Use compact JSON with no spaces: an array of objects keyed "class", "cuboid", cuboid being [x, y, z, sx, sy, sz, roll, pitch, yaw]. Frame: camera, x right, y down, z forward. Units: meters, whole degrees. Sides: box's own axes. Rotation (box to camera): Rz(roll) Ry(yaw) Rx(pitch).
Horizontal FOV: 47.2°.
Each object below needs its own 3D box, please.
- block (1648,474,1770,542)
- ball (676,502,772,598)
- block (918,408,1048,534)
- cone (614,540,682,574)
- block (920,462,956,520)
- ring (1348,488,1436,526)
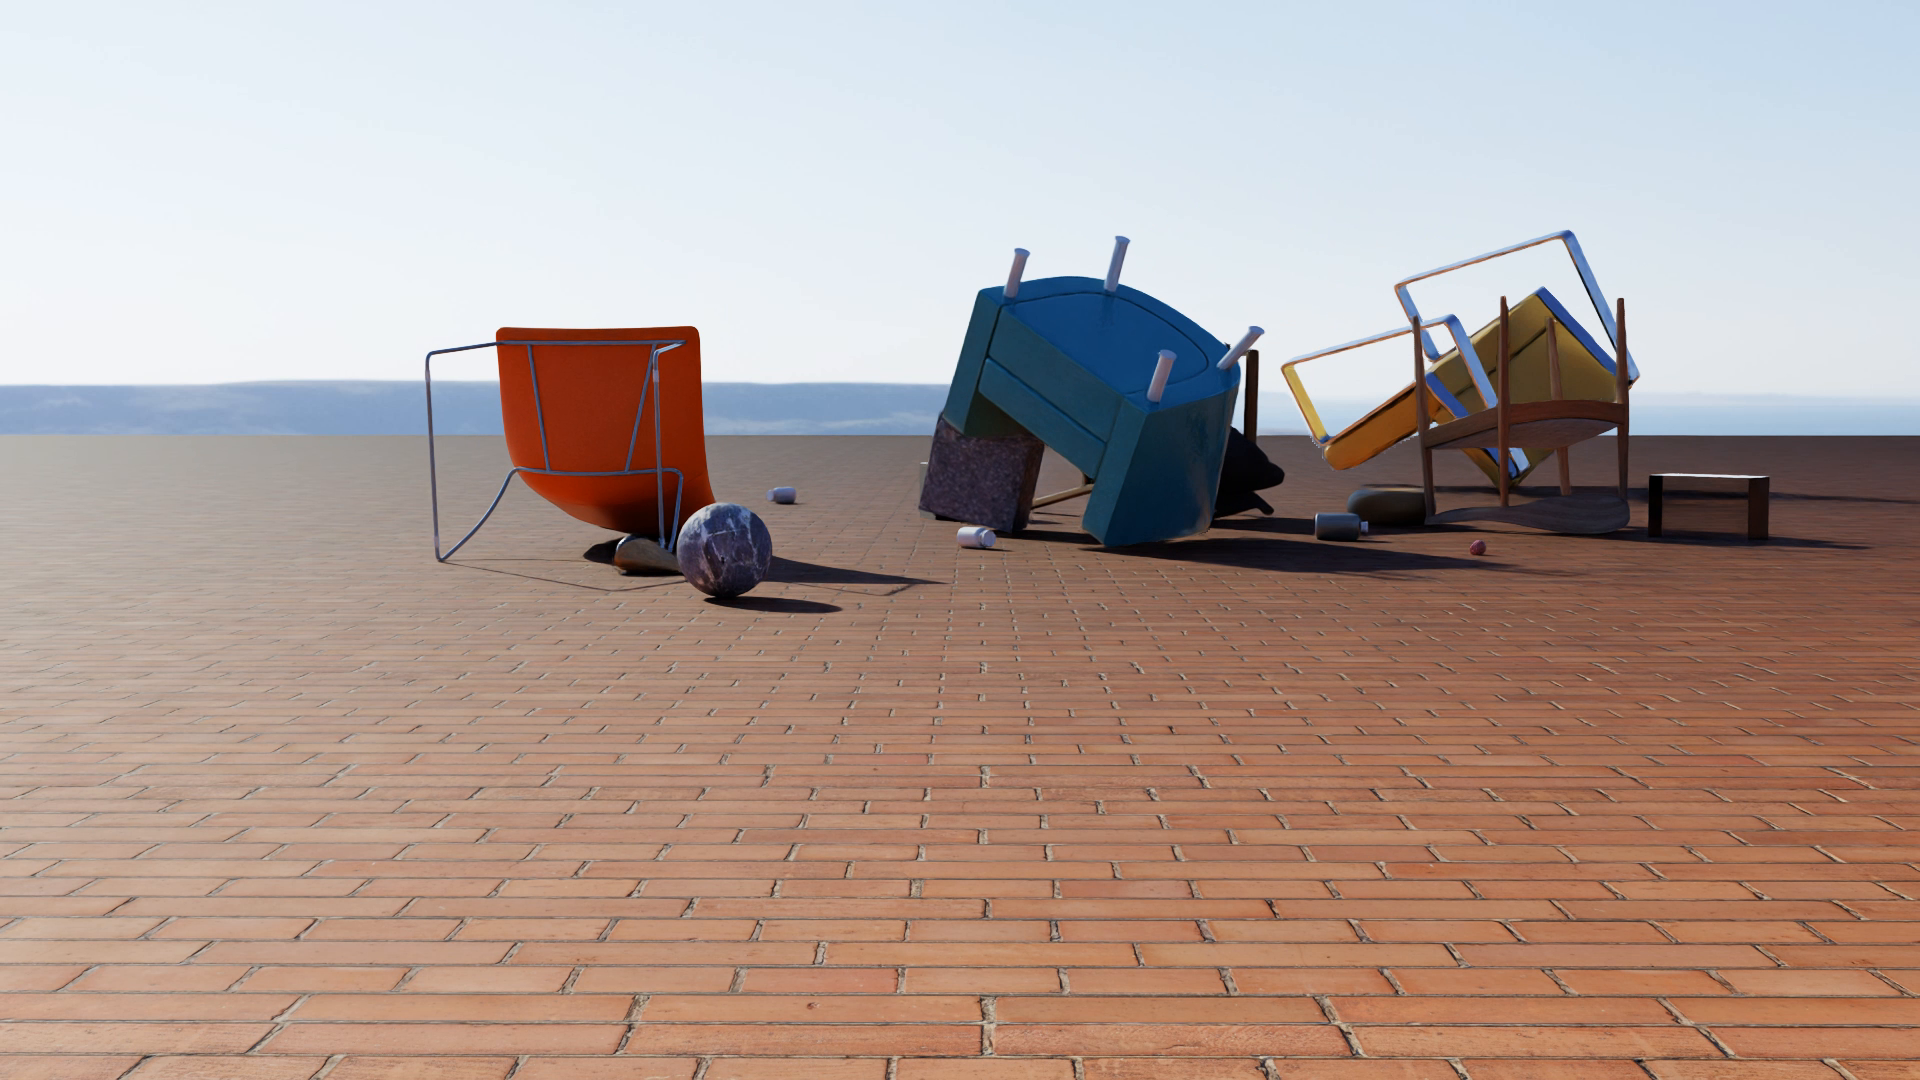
[{"class":"block","cuboid":[2.237,-0.097,6.575,0.310,0.190,0.140,4,5,44]},{"class":"ball","cuboid":[-0.507,0.021,4.733,0.205,0.205,0.205,0,4,0]},{"class":"block","cuboid":[0.075,-0.221,6.960,0.309,0.317,0.199,15,9,14]},{"class":"cone","cuboid":[-0.711,0.061,5.372,0.191,0.082,0.188,15,9,25]},{"class":"block","cuboid":[0.001,-0.171,7.651,0.237,0.190,0.178,-1,4,-18]},{"class":"ring","cuboid":[1.442,-0.112,7.353,0.264,0.115,0.320,-4,5,-36]}]
